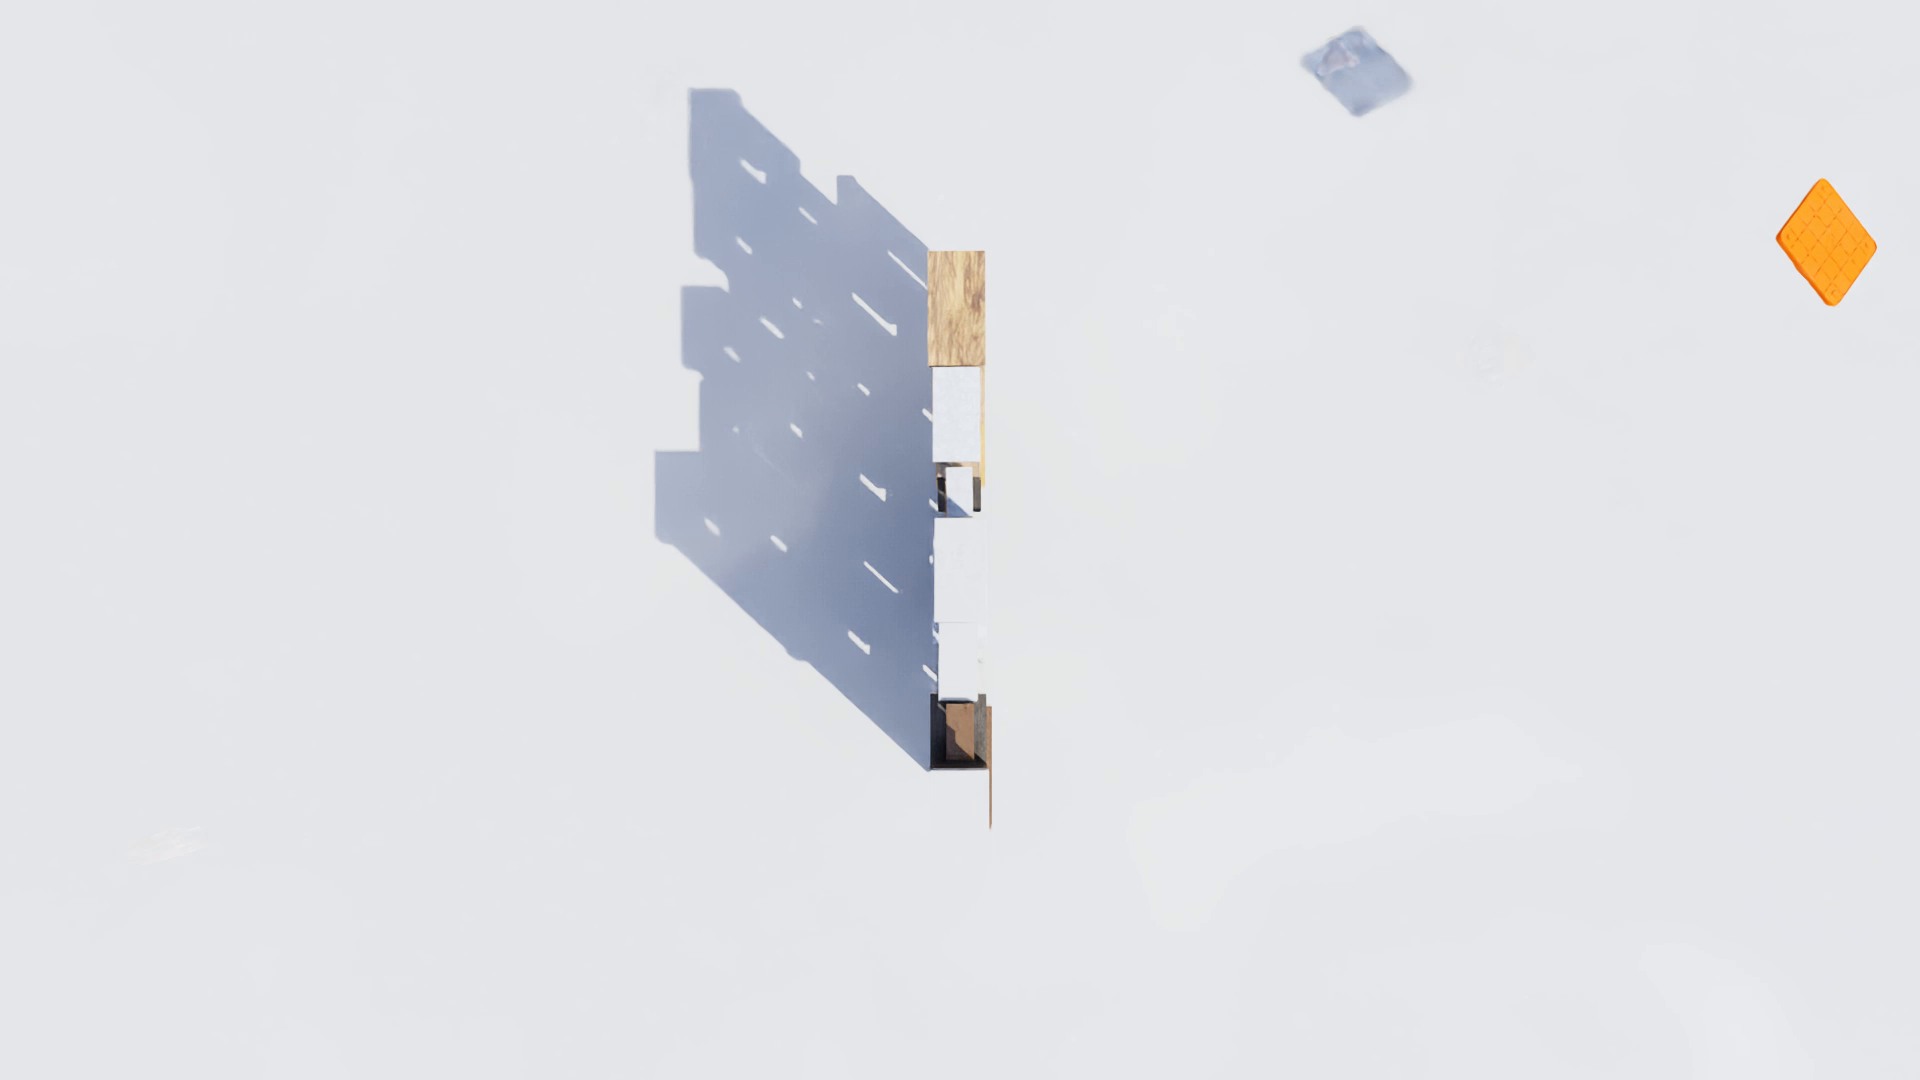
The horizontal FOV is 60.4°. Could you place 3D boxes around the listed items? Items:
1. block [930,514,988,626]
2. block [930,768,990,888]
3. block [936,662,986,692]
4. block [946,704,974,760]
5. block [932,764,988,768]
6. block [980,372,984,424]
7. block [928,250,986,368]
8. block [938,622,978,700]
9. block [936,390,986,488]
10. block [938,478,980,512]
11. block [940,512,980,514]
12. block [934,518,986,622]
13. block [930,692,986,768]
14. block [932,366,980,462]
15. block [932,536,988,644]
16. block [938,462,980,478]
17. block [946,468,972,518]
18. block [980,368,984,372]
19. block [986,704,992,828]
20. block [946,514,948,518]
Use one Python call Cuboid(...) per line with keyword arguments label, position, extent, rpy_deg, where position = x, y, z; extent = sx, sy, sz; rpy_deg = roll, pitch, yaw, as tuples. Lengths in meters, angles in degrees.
Cuboid(label="block", position=(-0.004, 0.088, 4.859), extent=(0.167, 0.047, 0.334), rpy_deg=(0, 90, 0))
Cuboid(label="block", position=(-0.001, 0.715, 4.096), extent=(0.145, 0.041, 0.290), rpy_deg=(0, 90, 0))
Cuboid(label="block", position=(0.004, 0.538, 5.174), extent=(0.152, 0.043, 0.304), rpy_deg=(0, 90, 0))
Cuboid(label="block", position=(0.001, 0.493, 4.254), extent=(0.072, 0.020, 0.143), rpy_deg=(0, 90, 0))
Cuboid(label="block", position=(-0.001, 0.618, 4.262), extent=(0.145, 0.290, 0.041), rpy_deg=(0, 90, 0))
Cuboid(label="block", position=(-0.002, -0.492, 4.835), extent=(0.148, 0.042, 0.297), rpy_deg=(0, 90, 0))
Cuboid(label="block", position=(-0.008, -0.599, 4.278), extent=(0.148, 0.042, 0.296), rpy_deg=(0, 90, 1))
Cuboid(label="block", position=(-0.004, 0.315, 4.281), extent=(0.100, 0.028, 0.201), rpy_deg=(0, 90, 0))
Cuboid(label="block", position=(0.003, -0.318, 5.174), extent=(0.152, 0.043, 0.304), rpy_deg=(0, 90, 0))
Cuboid(label="block", position=(-0.002, -0.210, 4.881), extent=(0.127, 0.036, 0.254), rpy_deg=(0, 90, 0))
Cuboid(label="block", position=(0.001, -0.037, 5.234), extent=(0.124, 0.035, 0.248), rpy_deg=(0, 90, 0))
Cuboid(label="block", position=(0.001, 0.077, 4.214), extent=(0.132, 0.037, 0.264), rpy_deg=(0, 90, 0))
Cuboid(label="block", position=(-0.004, 0.562, 4.428), extent=(0.150, 0.043, 0.301), rpy_deg=(0, 90, 0))
Cuboid(label="block", position=(-0.009, -0.325, 4.278), extent=(0.123, 0.035, 0.246), rpy_deg=(0, 90, 1))
Cuboid(label="block", position=(0.001, 0.135, 4.517), extent=(0.148, 0.042, 0.297), rpy_deg=(0, 90, 0))
Cuboid(label="block", position=(-0.003, -0.293, 4.559), extent=(0.119, 0.034, 0.238), rpy_deg=(0, 90, 0))
Cuboid(label="block", position=(-0.001, -0.125, 4.395), extent=(0.068, 0.019, 0.137), rpy_deg=(-1, 91, 0))
Cuboid(label="block", position=(-0.006, -0.499, 4.498), extent=(0.148, 0.398, 0.042), rpy_deg=(0, 90, 1))
Cuboid(label="block", position=(0.004, 0.655, 4.775), extent=(0.176, 0.050, 0.353), rpy_deg=(0, 90, 0))
Cuboid(label="block", position=(-0.004, -0.093, 4.674), extent=(0.075, 0.021, 0.150), rpy_deg=(0, 90, 0))
